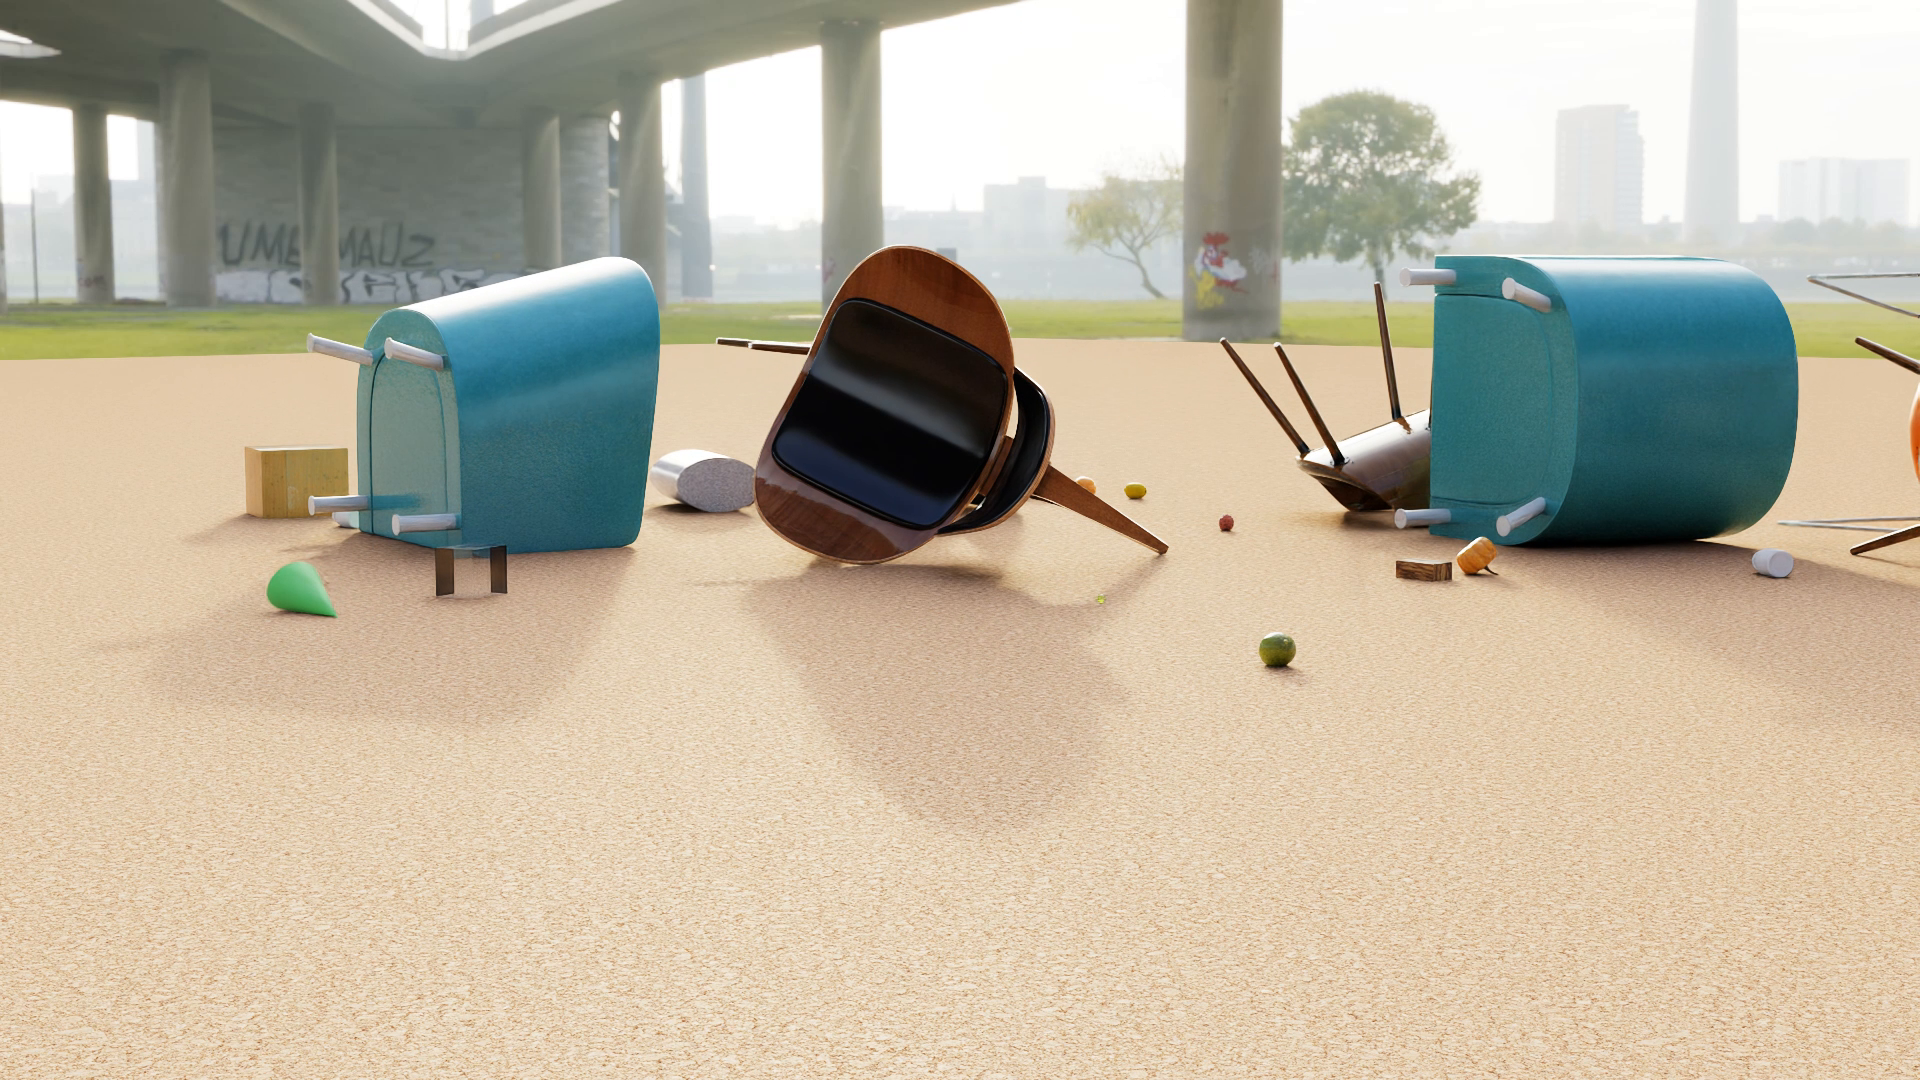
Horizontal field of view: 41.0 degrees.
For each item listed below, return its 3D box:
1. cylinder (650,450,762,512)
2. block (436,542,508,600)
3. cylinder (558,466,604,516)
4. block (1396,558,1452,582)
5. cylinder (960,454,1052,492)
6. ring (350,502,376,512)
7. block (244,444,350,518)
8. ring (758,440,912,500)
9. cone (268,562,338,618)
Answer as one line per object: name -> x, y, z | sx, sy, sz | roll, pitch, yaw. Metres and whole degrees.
cylinder -> -0.726, -0.170, 7.312 | 0.246, 0.154, 0.331 | 1, 5, -20
block -> -1.009, 0.064, 5.301 | 0.097, 0.101, 0.110 | 3, 7, 29
cylinder -> -1.044, -0.131, 7.071 | 0.075, 0.126, 0.149 | 12, 17, -33
block -> 1.012, 0.065, 5.596 | 0.066, 0.038, 0.102 | -5, 8, -41
cylinder -> 0.140, -0.205, 7.854 | 0.261, 0.111, 0.144 | 1, -3, 10
ring -> -1.677, -0.093, 7.202 | 0.071, 0.024, 0.096 | -3, 6, -21
block -> -1.836, -0.164, 7.104 | 0.236, 0.185, 0.204 | -3, 7, -28
ring -> -0.371, -0.209, 7.682 | 0.497, 0.158, 0.284 | -4, 9, -28
cone -> -1.259, 0.120, 5.012 | 0.112, 0.098, 0.181 | -25, 36, -34
